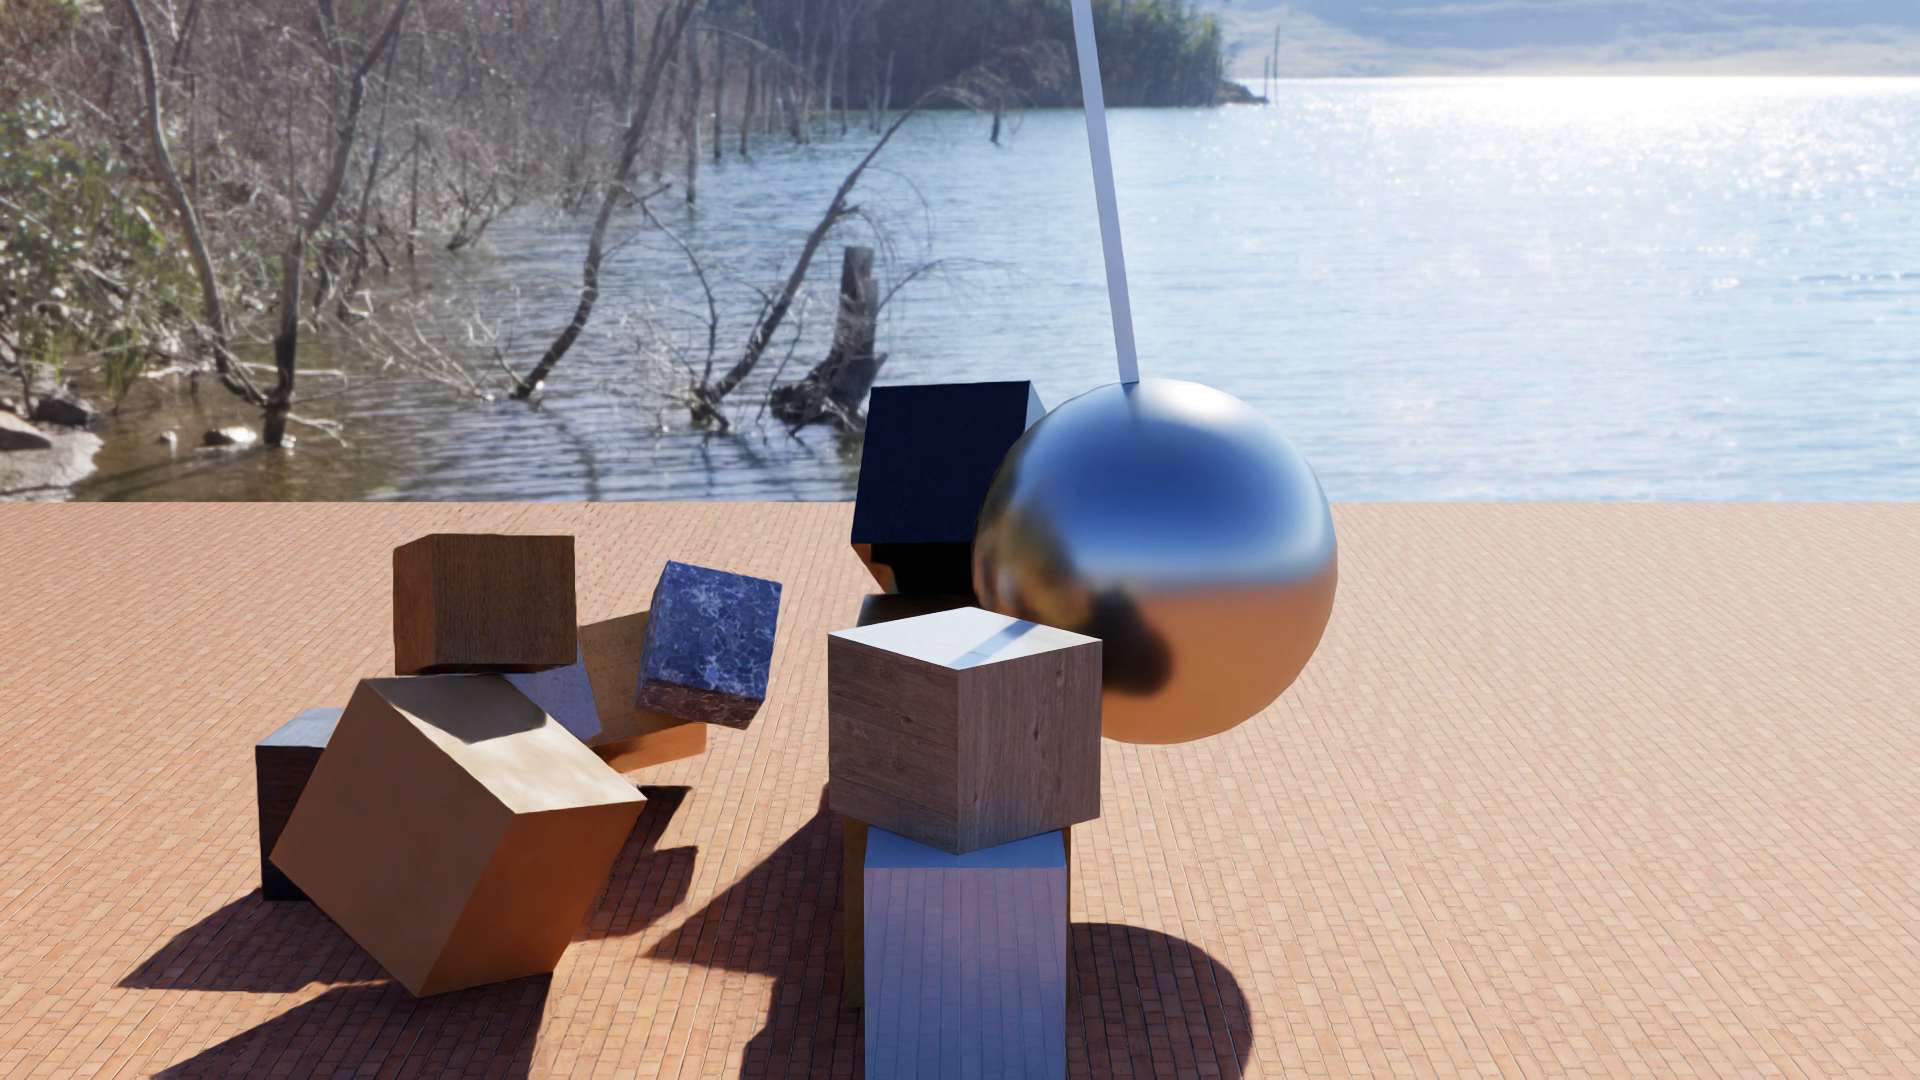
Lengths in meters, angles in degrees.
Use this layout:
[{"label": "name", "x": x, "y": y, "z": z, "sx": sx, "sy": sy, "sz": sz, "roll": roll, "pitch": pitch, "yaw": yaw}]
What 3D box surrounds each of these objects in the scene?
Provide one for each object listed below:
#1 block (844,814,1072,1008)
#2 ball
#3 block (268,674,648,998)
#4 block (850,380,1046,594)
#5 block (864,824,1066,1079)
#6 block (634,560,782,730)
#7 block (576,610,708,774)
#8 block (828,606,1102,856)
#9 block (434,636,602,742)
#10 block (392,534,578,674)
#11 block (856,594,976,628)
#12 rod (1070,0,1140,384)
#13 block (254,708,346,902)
[{"label": "block", "x": -0.014, "y": 1.315, "z": 10.118, "sx": 0.856, "sy": 0.793, "sz": 0.831, "roll": 0, "pitch": 10, "yaw": -1}, {"label": "ball", "x": 0.846, "y": 0.095, "z": 11.198, "sx": 1.600, "sy": 1.600, "sz": 1.600, "roll": 0, "pitch": 10, "yaw": 0}, {"label": "block", "x": -1.928, "y": 1.113, "z": 9.894, "sx": 0.874, "sy": 0.831, "sz": 0.820, "roll": 36, "pitch": 15, "yaw": 24}, {"label": "block", "x": 0.034, "y": -0.181, "z": 13.061, "sx": 0.832, "sy": 0.879, "sz": 0.952, "roll": -1, "pitch": -26, "yaw": 17}, {"label": "block", "x": 0.018, "y": 1.459, "z": 9.345, "sx": 0.705, "sy": 0.785, "sz": 0.731, "roll": 0, "pitch": 10, "yaw": 0}, {"label": "block", "x": -1.200, "y": 0.505, "z": 12.194, "sx": 0.554, "sy": 0.586, "sz": 0.504, "roll": 12, "pitch": -23, "yaw": -11}, {"label": "block", "x": -1.642, "y": 0.765, "z": 12.675, "sx": 0.649, "sy": 0.599, "sz": 0.672, "roll": -13, "pitch": -17, "yaw": -11}, {"label": "block", "x": 0.015, "y": 0.686, "z": 9.483, "sx": 0.695, "sy": 0.675, "sz": 0.739, "roll": -9, "pitch": 14, "yaw": -40}, {"label": "block", "x": -2.018, "y": 0.689, "z": 11.635, "sx": 0.493, "sy": 0.498, "sz": 0.508, "roll": -26, "pitch": 27, "yaw": -33}, {"label": "block", "x": -1.944, "y": 0.269, "z": 10.475, "sx": 0.590, "sy": 0.518, "sz": 0.547, "roll": 1, "pitch": -7, "yaw": -29}, {"label": "block", "x": -0.023, "y": 0.819, "z": 12.470, "sx": 0.929, "sy": 0.927, "sz": 1.017, "roll": 0, "pitch": 10, "yaw": 1}, {"label": "rod", "x": 0.366, "y": -3.217, "z": 10.595, "sx": 0.080, "sy": 5.200, "sz": 0.080, "roll": -8, "pitch": 10, "yaw": 1}, {"label": "block", "x": -2.605, "y": 1.159, "z": 11.261, "sx": 0.727, "sy": 0.690, "sz": 0.658, "roll": 1, "pitch": 10, "yaw": 6}]
